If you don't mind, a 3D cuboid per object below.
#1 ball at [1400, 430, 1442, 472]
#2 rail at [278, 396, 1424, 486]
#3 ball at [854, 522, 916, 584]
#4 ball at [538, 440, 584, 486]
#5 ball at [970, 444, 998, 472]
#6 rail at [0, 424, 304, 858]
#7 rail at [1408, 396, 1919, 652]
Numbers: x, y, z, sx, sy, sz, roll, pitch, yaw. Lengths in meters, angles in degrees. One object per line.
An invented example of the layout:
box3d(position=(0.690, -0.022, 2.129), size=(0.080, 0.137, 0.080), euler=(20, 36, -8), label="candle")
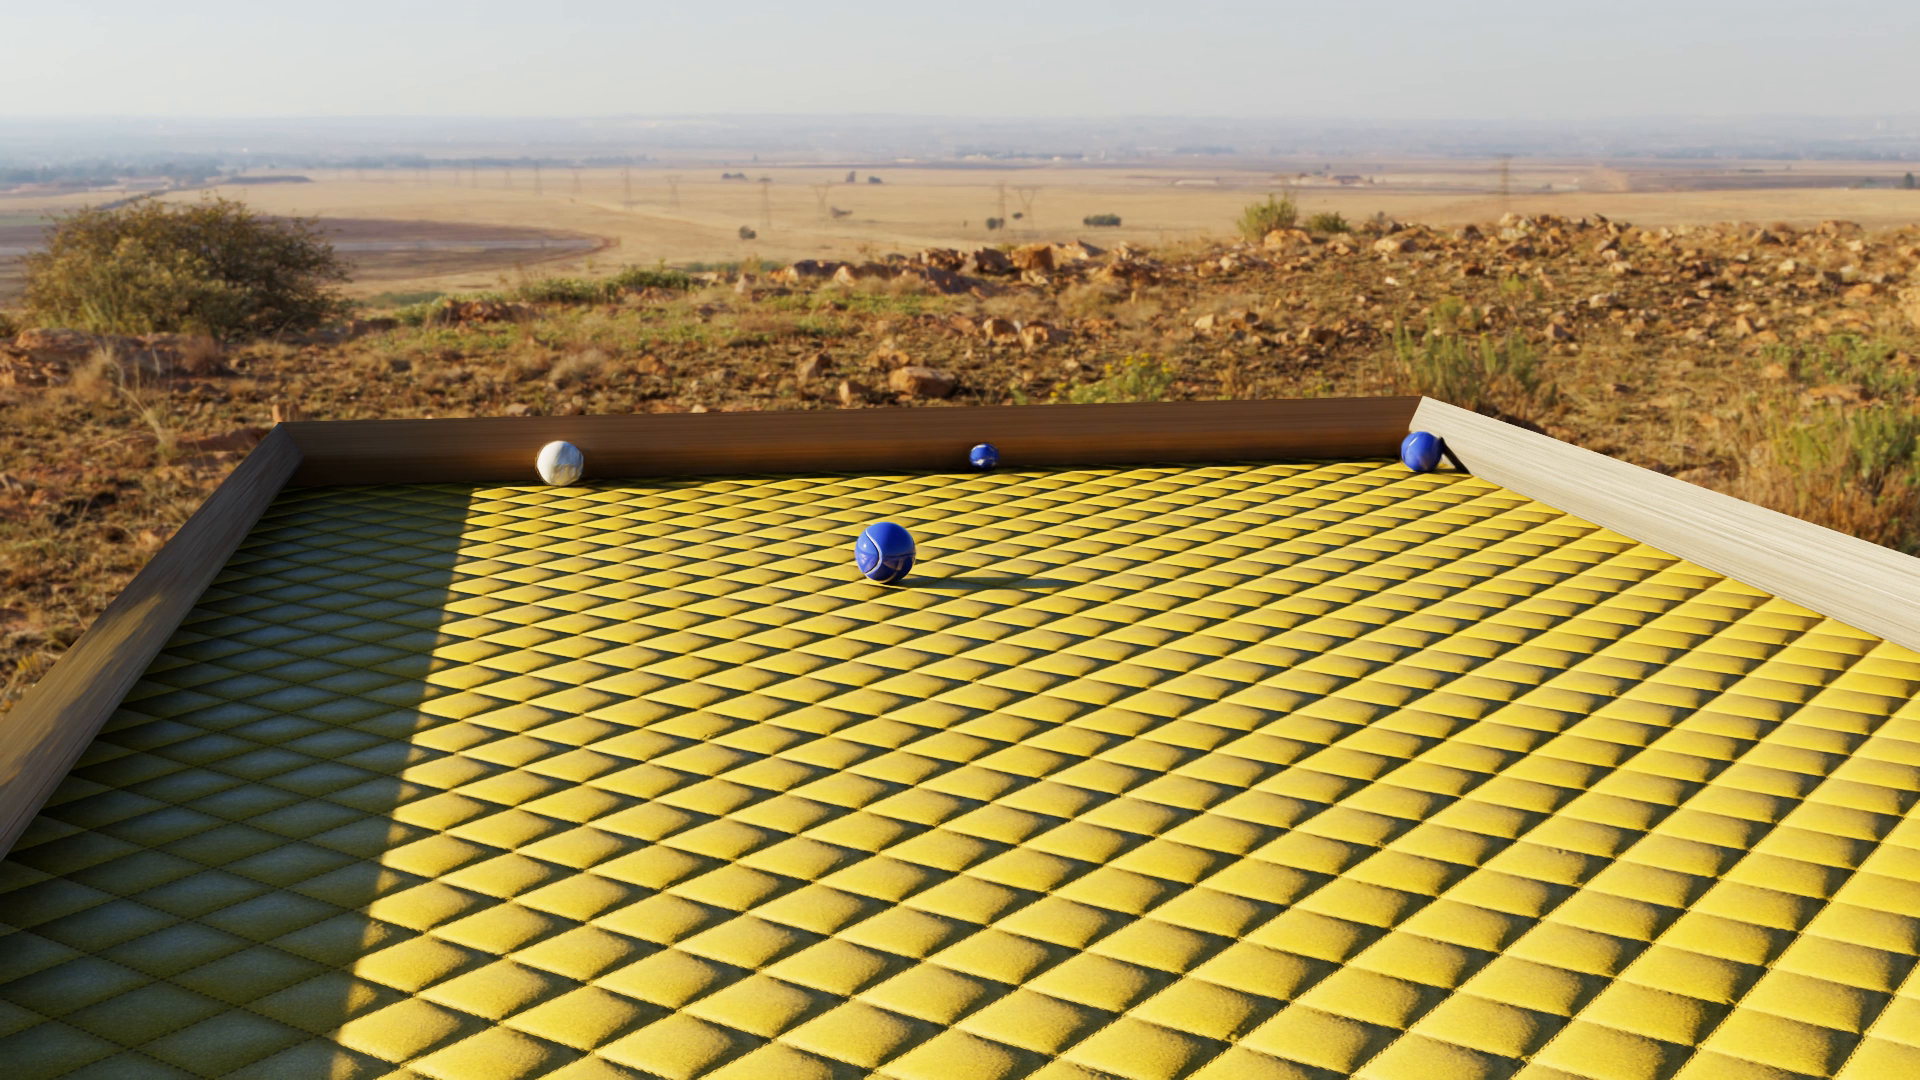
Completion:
box3d(position=(0.826, -0.158, 3.938), size=(0.074, 0.074, 0.074), euler=(0, 11, 0), label="ball")
box3d(position=(-0.146, -0.178, 3.937), size=(2.073, 0.110, 0.045), euler=(-2, 11, -10), label="rail")
box3d(position=(-0.102, 0.017, 3.004), size=(0.085, 0.085, 0.085), euler=(0, 11, 0), label="ball")
box3d(position=(-0.688, -0.131, 3.788), size=(0.078, 0.078, 0.078), euler=(0, 11, 0), label="ball")
box3d(position=(0.043, -0.147, 3.944), size=(0.050, 0.050, 0.050), euler=(0, 11, 0), label="ball")
box3d(position=(-0.847, 0.175, 2.117), size=(0.045, 0.110, 3.457), euler=(-2, 11, -10), label="rail")
box3d(position=(1.147, 0.108, 2.462), size=(0.045, 0.110, 3.457), euler=(-2, 11, -10), label="rail")
